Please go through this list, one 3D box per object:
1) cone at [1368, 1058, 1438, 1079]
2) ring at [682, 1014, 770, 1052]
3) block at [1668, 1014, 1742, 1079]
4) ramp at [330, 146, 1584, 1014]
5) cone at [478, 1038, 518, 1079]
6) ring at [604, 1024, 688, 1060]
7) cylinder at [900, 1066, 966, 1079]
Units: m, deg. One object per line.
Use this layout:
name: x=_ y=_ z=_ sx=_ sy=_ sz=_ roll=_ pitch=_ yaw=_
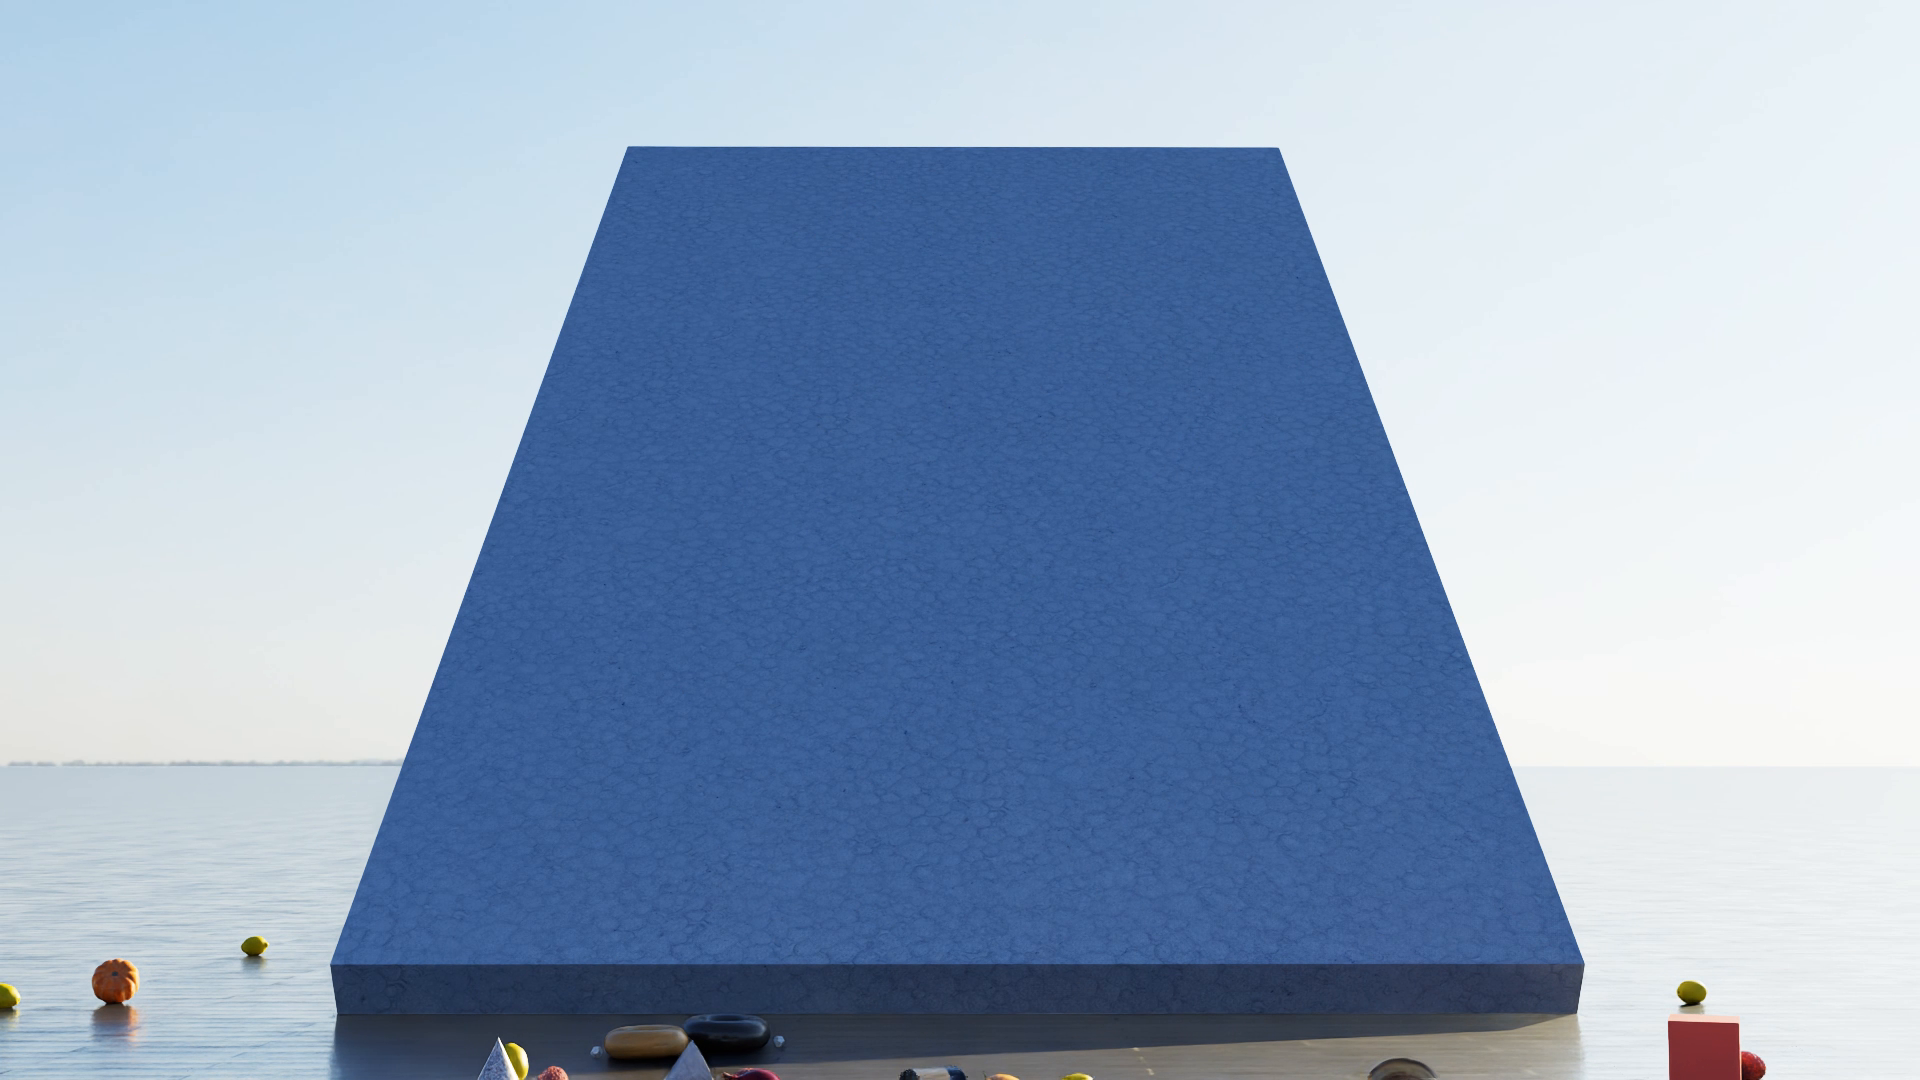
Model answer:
cone: x=0.489 y=0.634 z=2.647 sx=0.085 sy=0.085 sz=0.085 roll=-1 pitch=21 yaw=15
ring: x=-0.334 y=0.701 z=3.397 sx=0.129 sy=0.043 sz=0.129 roll=1 pitch=-4 yaw=0
block: x=0.934 y=0.643 z=2.994 sx=0.085 sy=0.085 sz=0.085 roll=-2 pitch=-6 yaw=18
ramp: x=-0.011 y=-0.222 z=5.591 sx=2.000 sy=0.100 sz=4.000 roll=0 pitch=28 yaw=0
cone: x=-0.550 y=0.632 z=2.841 sx=0.078 sy=0.078 sz=0.078 roll=0 pitch=-5 yaw=0
ring: x=-0.434 y=0.694 z=3.301 sx=0.117 sy=0.039 sz=0.117 roll=-1 pitch=-6 yaw=0
cylinder: x=-0.031 y=0.629 z=2.712 sx=0.060 sy=0.060 sz=0.060 roll=3 pitch=-6 yaw=-32
